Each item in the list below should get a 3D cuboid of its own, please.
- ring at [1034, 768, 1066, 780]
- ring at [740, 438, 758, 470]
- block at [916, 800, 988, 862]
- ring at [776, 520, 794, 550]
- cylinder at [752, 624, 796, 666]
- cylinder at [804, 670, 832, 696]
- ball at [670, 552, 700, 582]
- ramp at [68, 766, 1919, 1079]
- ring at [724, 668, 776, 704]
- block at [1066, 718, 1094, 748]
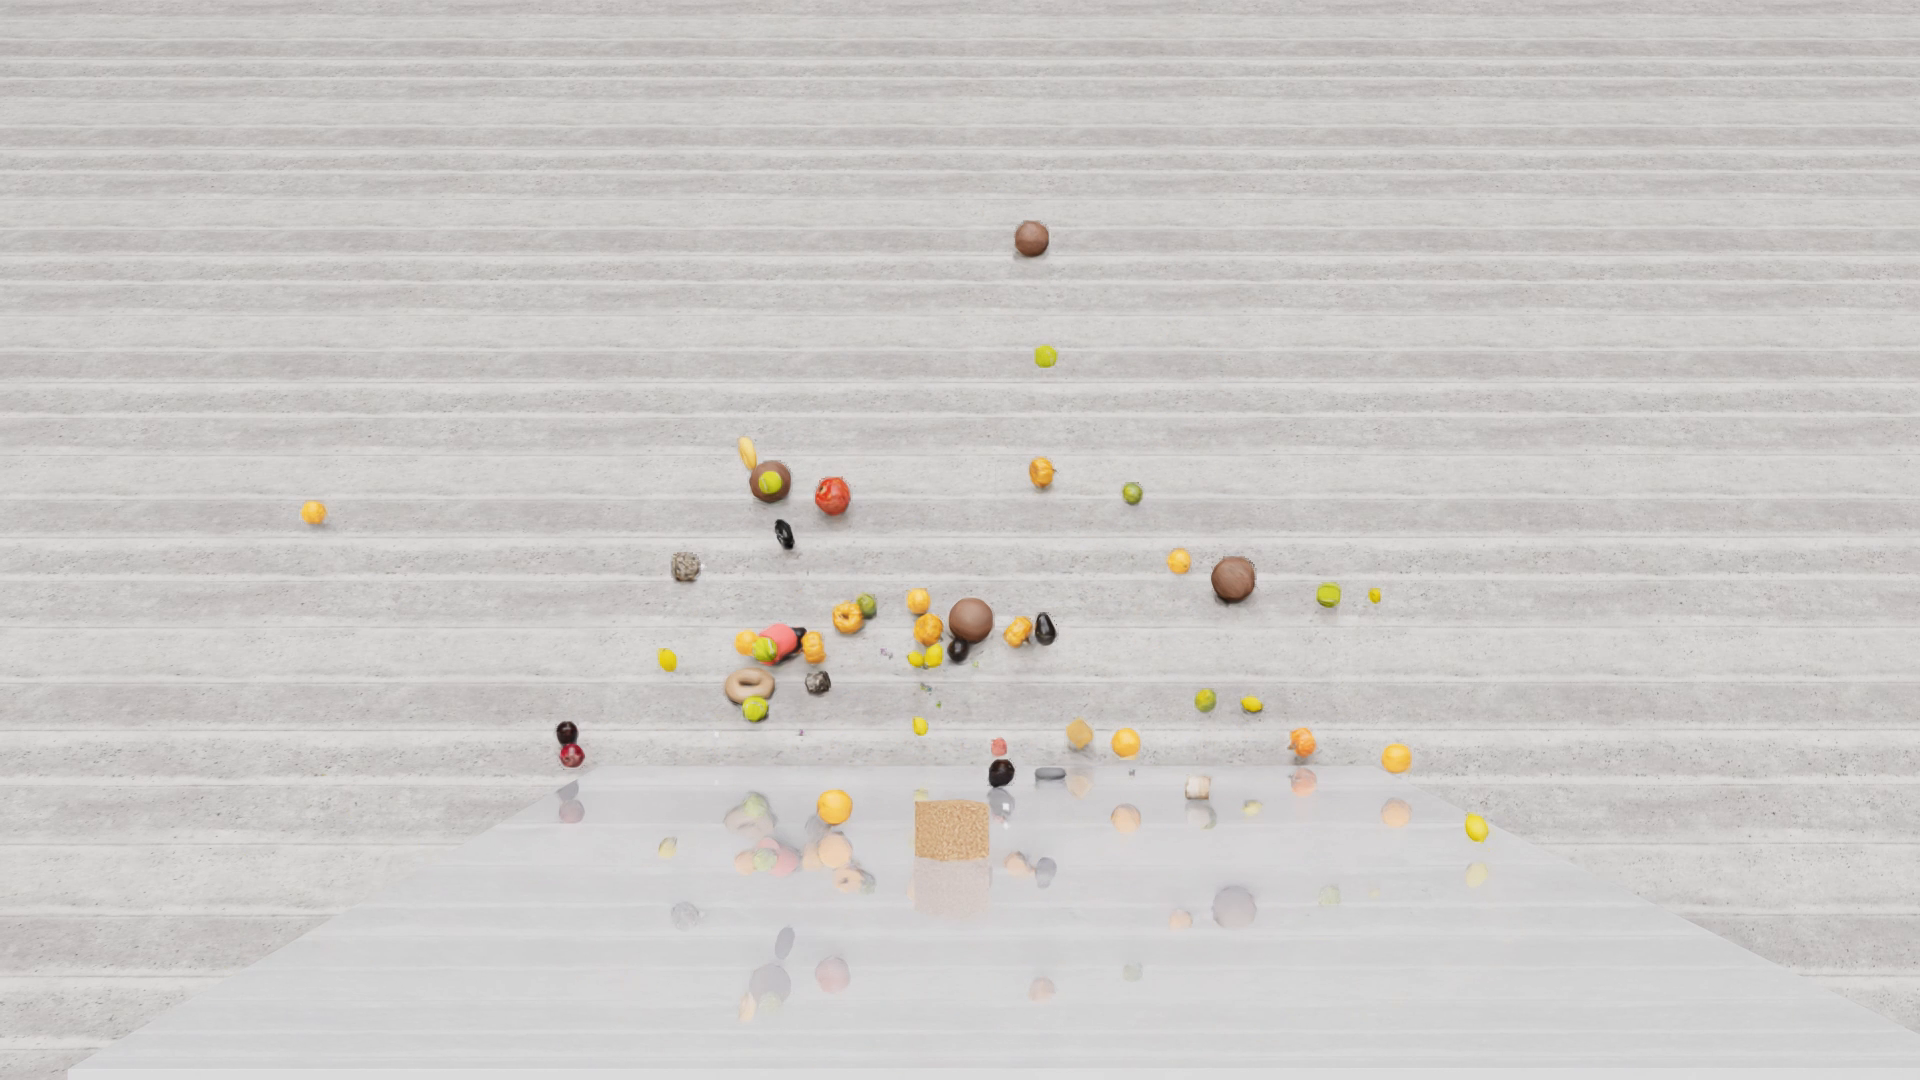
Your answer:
[{"bbox_3d":[0.218,0.568,6.292,0.078,0.026,0.078,1,-1,0],"label":"ring"},{"bbox_3d":[-0.667,-0.272,8.146,0.035,0.105,0.105,-17,35,-15],"label":"ring"},{"bbox_3d":[-0.015,0.519,4.637,0.097,0.097,0.097,0,-1,-29],"label":"block"},{"bbox_3d":[-0.525,-0.016,7.752,0.033,0.098,0.098,-18,35,-18],"label":"ring"},{"bbox_3d":[-0.519,0.291,7.238,0.092,0.092,0.092,15,24,23],"label":"cylinder"},{"bbox_3d":[-0.390,0.391,7.114,0.054,0.054,0.054,-29,30,11],"label":"cylinder"},{"bbox_3d":[-0.808,0.079,7.609,0.084,0.084,0.084,0,31,0],"label":"ball"},{"bbox_3d":[0.070,0.618,4.697,2.000,0.100,4.000,0,0,0],"label":"ramp"},{"bbox_3d":[-0.578,0.401,7.117,0.143,0.048,0.143,-1,32,1],"label":"ring"},{"bbox_3d":[0.319,0.514,6.889,0.051,0.051,0.051,-40,13,10],"label":"block"}]
